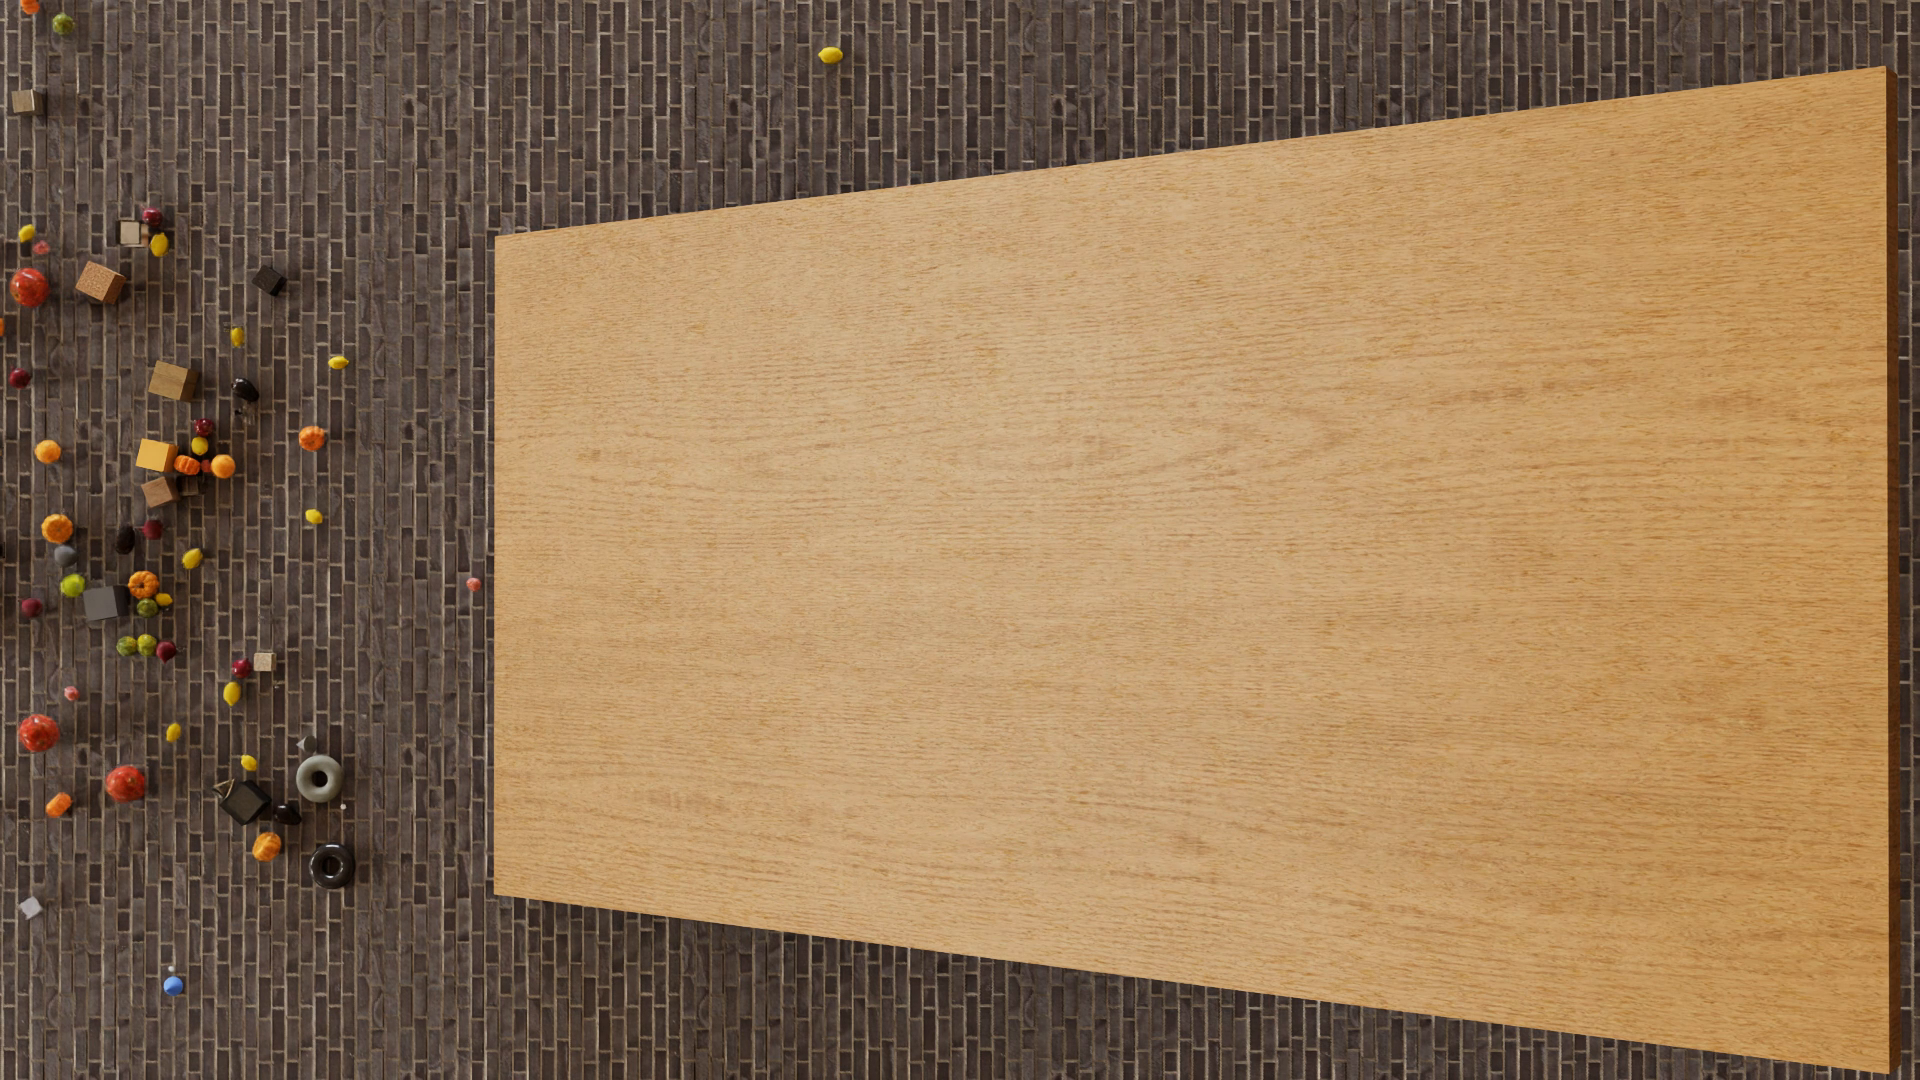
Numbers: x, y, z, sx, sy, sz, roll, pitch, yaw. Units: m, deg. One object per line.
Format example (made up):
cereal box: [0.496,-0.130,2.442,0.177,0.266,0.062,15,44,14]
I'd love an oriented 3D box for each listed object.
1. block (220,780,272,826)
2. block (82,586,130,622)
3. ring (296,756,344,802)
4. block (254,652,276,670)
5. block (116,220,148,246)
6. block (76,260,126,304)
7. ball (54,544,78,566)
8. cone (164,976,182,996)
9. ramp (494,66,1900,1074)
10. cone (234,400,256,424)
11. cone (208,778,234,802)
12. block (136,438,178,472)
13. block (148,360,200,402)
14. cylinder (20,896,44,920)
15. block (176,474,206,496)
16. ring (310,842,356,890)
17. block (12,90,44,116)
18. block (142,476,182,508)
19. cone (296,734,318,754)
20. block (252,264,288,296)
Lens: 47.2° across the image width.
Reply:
block: [-2.180,0.802,6.714,0.094,0.094,0.094,42,90,0]
block: [-2.609,0.193,6.720,0.094,0.094,0.094,-10,90,0]
ring: [-1.960,0.732,6.738,0.147,0.049,0.147,0,90,1]
block: [-2.129,0.373,6.739,0.052,0.052,0.052,1,90,0]
block: [-2.538,-0.939,6.739,0.072,0.072,0.072,1,90,0]
block: [-2.628,-0.787,6.728,0.092,0.092,0.092,26,90,0]
ball: [-2.737,0.047,6.732,0.070,0.070,0.070,0,90,0]
cone: [-2.417,1.372,6.728,0.060,0.060,0.060,0,90,0]
ramp: [0.241,0.067,5.564,4.000,0.100,2.000,0,89,36]
cone: [-2.183,-0.402,6.756,0.067,0.067,0.067,25,63,0]
cone: [-2.251,0.756,6.746,0.072,0.072,0.072,41,63,0]
block: [-2.455,-0.257,6.727,0.085,0.085,0.085,13,90,0]
block: [-2.403,-0.484,6.722,0.099,0.099,0.099,16,90,0]
cylinder: [-2.843,1.126,6.734,0.050,0.050,0.050,-35,90,0]
block: [-2.356,-0.166,6.739,0.061,0.061,0.061,-7,90,0]
ring: [-1.923,0.998,6.737,0.143,0.048,0.143,0,88,0]
block: [-2.860,-1.340,6.746,0.065,0.065,0.065,-7,90,0]
block: [-2.445,-0.146,6.732,0.075,0.075,0.075,-22,90,0]
cone: [-2.016,0.628,6.750,0.059,0.059,0.059,-3,90,27]
block: [-2.117,-0.795,6.741,0.066,0.066,0.066,34,90,0]
